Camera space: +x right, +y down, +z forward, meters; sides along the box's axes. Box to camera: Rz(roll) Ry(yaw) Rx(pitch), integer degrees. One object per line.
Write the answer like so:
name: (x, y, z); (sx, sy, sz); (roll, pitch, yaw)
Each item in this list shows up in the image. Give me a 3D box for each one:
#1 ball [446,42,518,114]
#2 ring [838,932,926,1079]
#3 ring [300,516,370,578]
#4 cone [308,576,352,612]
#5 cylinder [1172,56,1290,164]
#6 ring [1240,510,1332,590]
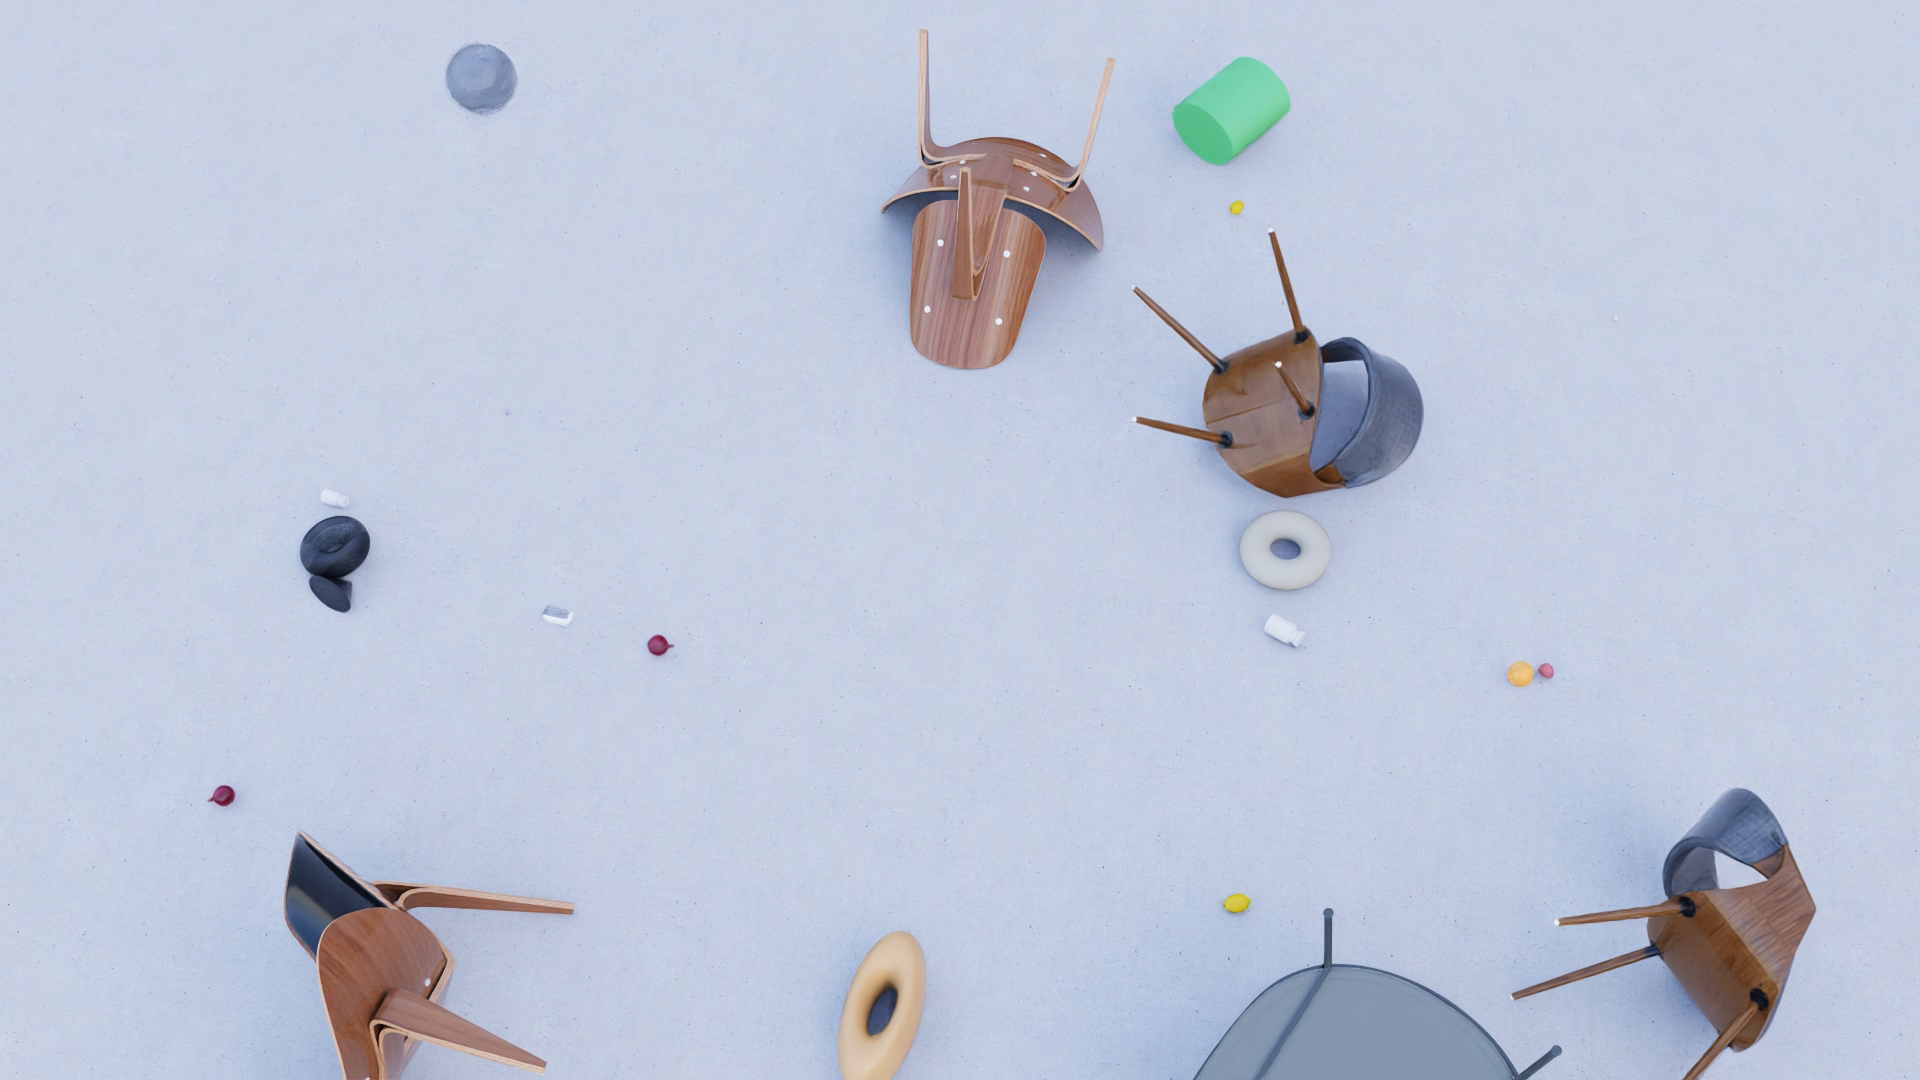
ball: (-1.628, -1.569, 7.483); (0.239, 0.239, 0.239); (0, 56, 0)
ring: (-0.200, 1.214, 5.663); (0.198, 0.160, 0.448); (10, 55, 12)
ring: (-1.846, 0.022, 6.497); (0.212, 0.105, 0.183); (-38, 62, -21)
cone: (-1.816, 0.140, 6.454); (0.162, 0.094, 0.095); (29, 34, 17)
cylinder: (0.916, -1.450, 7.418); (0.263, 0.215, 0.305); (40, 65, 20)
ring: (0.962, 0.028, 6.501); (0.272, 0.092, 0.264); (-19, 59, -11)
